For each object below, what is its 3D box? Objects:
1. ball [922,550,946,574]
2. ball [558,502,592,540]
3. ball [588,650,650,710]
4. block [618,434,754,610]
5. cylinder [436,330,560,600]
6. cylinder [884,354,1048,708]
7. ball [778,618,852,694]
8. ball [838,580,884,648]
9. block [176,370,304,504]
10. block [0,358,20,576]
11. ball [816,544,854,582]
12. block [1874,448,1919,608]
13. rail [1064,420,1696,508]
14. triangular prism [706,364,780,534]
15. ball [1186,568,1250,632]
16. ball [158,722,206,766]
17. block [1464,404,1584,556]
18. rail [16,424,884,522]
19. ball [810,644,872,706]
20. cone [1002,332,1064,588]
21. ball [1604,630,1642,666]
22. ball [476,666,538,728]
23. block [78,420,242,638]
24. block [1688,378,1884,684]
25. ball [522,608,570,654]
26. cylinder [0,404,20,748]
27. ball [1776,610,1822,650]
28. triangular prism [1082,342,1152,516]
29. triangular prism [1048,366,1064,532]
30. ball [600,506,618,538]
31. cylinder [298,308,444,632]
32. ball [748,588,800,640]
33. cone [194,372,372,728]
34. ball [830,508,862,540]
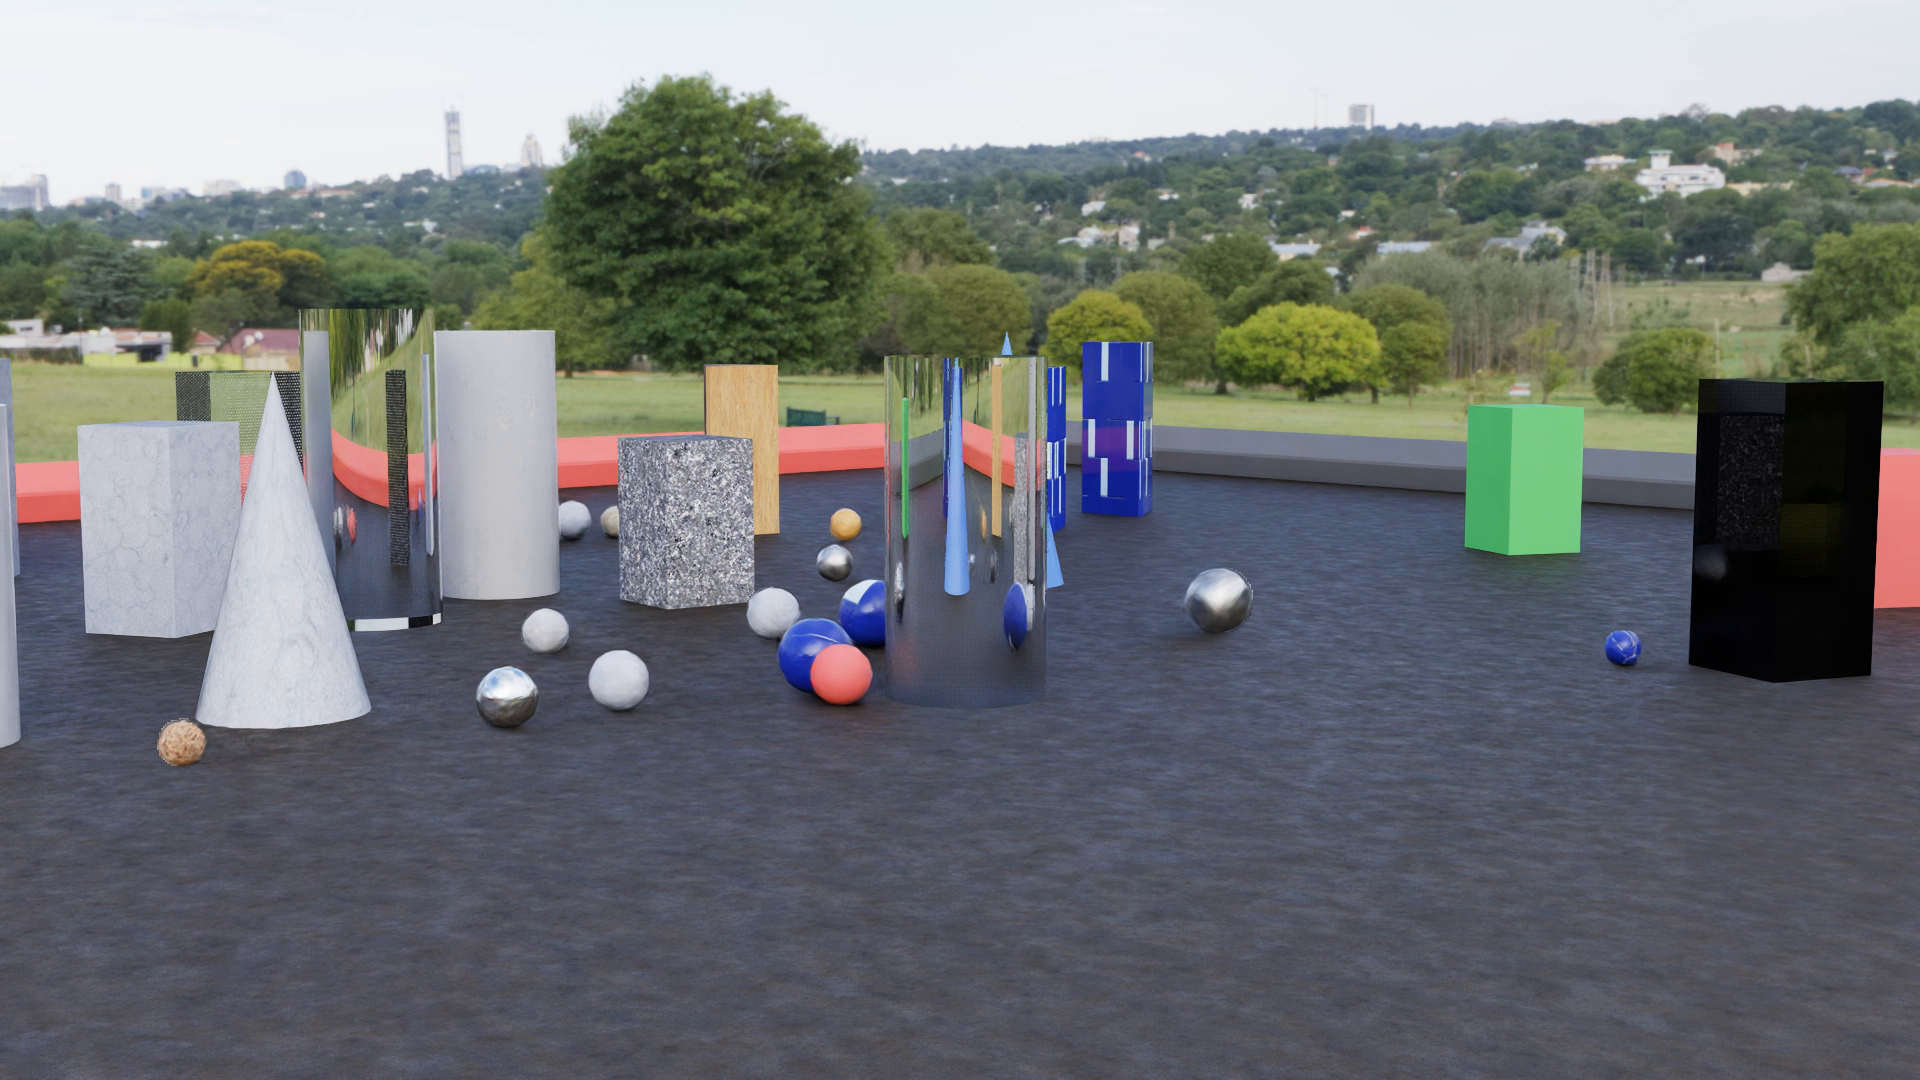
[{"bbox_3d":[-0.043,0.037,3.666,0.042,0.042,0.042,0,6,0],"label":"ball"},{"bbox_3d":[-0.742,-0.037,4.208,0.074,0.074,0.074,0,6,0],"label":"ball"},{"bbox_3d":[-0.377,0.155,2.433,0.067,0.067,0.067,0,6,0],"label":"ball"},{"bbox_3d":[-0.416,-0.031,3.334,0.149,0.247,0.149,-5,8,-37],"label":"block"},{"bbox_3d":[-0.721,-0.121,3.424,0.186,0.407,0.186,0,6,0],"label":"cylinder"},{"bbox_3d":[0.007,-0.015,2.515,0.186,0.388,0.186,0,6,0],"label":"cylinder"},{"bbox_3d":[-0.166,0.133,2.534,0.089,0.089,0.089,0,6,0],"label":"ball"},{"bbox_3d":[-0.115,0.097,2.879,0.089,0.089,0.089,0,6,0],"label":"ball"},{"bbox_3d":[-1.248,-0.126,3.819,0.149,0.333,0.149,5,8,39],"label":"block"},{"bbox_3d":[-1.632,-0.113,3.574,0.149,0.359,0.149,-1,6,-10],"label":"block"},{"bbox_3d":[-0.203,0.038,3.570,0.060,0.060,0.060,0,6,0],"label":"ball"},{"bbox_3d":[1.401,-0.021,3.333,0.149,0.227,0.149,-1,6,-11],"label":"block"},{"bbox_3d":[1.612,-0.126,4.812,0.045,0.121,4.413,-6,8,-42],"label":"rail"},{"bbox_3d":[-0.463,-0.180,4.336,0.161,0.330,0.139,-5,8,-38],"label":"triangular prism"},{"bbox_3d":[0.354,0.083,3.015,0.088,0.088,0.088,0,6,0],"label":"ball"},{"bbox_3d":[-0.757,0.198,2.141,0.043,0.043,0.043,0,6,0],"label":"ball"},{"bbox_3d":[1.034,-0.114,4.034,0.149,0.263,0.149,-2,6,-18],"label":"block"},{"bbox_3d":[-1.480,-0.138,4.927,4.435,0.121,0.045,-6,8,-42],"label":"rail"},{"bbox_3d":[-0.133,0.151,2.464,0.069,0.069,0.069,0,6,0],"label":"ball"},{"bbox_3d":[0.075,-0.133,3.537,0.186,0.406,0.186,0,6,0],"label":"cone"},{"bbox_3d":[0.825,0.134,2.738,0.045,0.045,0.045,0,6,0],"label":"ball"},{"bbox_3d":[-0.479,0.167,2.327,0.065,0.065,0.065,0,6,0],"label":"ball"},{"bbox_3d":[-1.103,-0.019,3.044,0.149,0.284,0.149,2,6,19],"label":"block"},{"bbox_3d":[1.007,-0.017,2.687,0.149,0.356,0.149,-2,7,-22],"label":"block"},{"bbox_3d":[-0.531,0.118,2.821,0.059,0.059,0.059,0,6,0],"label":"ball"},{"bbox_3d":[-1.061,0.037,2.230,0.186,0.344,0.186,0,6,0],"label":"cylinder"},{"bbox_3d":[1.089,0.117,2.854,0.054,0.054,0.054,0,6,0],"label":"ball"},{"bbox_3d":[0.371,-0.244,4.760,0.161,0.369,0.139,5,8,42],"label":"triangular prism"},{"bbox_3d":[0.167,-0.186,4.430,0.161,0.324,0.139,5,8,40],"label":"triangular prism"},{"bbox_3d":[-0.667,-0.035,4.258,0.059,0.059,0.059,0,6,0],"label":"ball"},{"bbox_3d":[-0.829,-0.104,3.098,0.186,0.441,0.186,0,6,0],"label":"cylinder"},{"bbox_3d":[-0.250,0.099,2.948,0.070,0.070,0.070,0,6,0],"label":"ball"},{"bbox_3d":[-0.744,0.003,2.402,0.186,0.375,0.186,0,6,0],"label":"cone"},{"bbox_3d":[-0.218,-0.030,4.199,0.061,0.061,0.061,0,6,0],"label":"ball"}]
